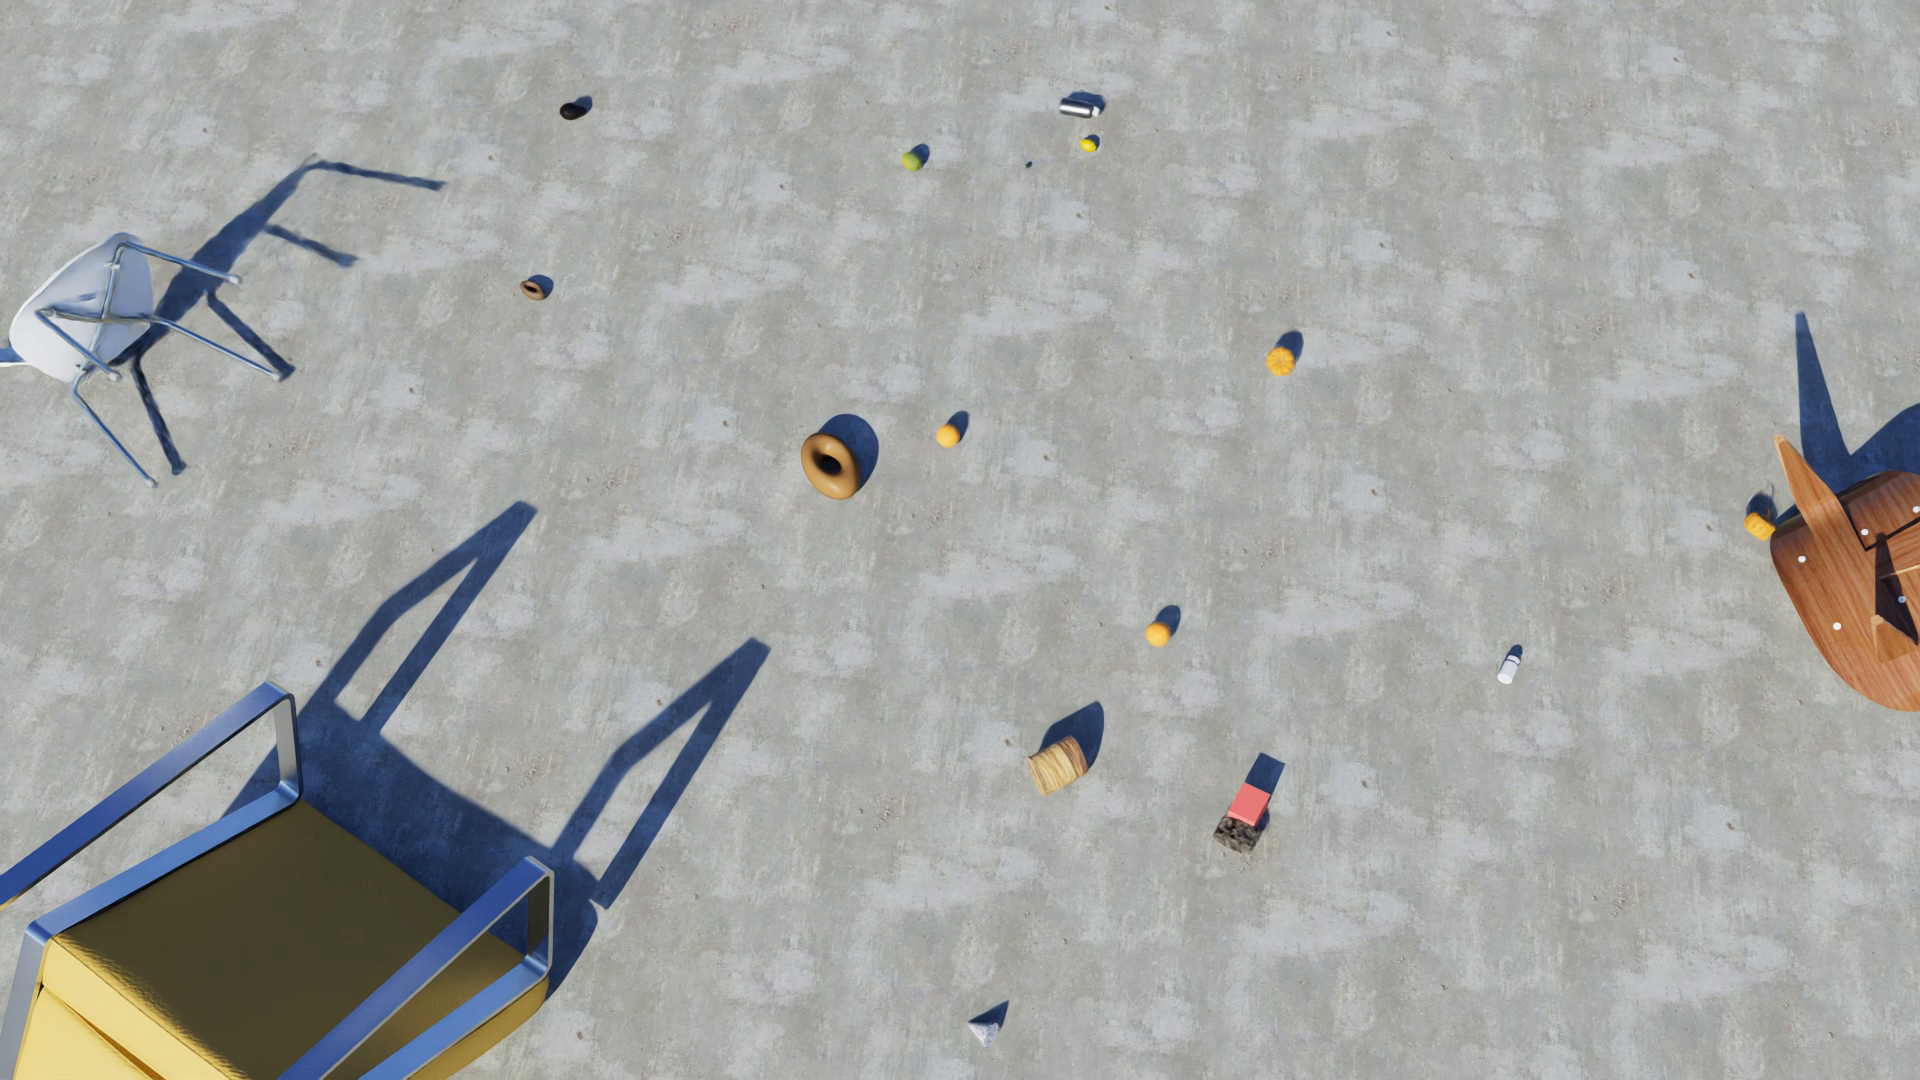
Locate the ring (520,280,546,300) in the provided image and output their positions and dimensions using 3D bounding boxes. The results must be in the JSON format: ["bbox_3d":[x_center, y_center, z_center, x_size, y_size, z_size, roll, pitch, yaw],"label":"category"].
[{"bbox_3d":[-1.378,-0.804,7.092,0.101,0.036,0.053,30,63,20],"label":"ring"}]

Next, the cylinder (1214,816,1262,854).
[{"bbox_3d":[0.756,0.805,5.995,0.116,0.062,0.061,21,58,23],"label":"cylinder"}]

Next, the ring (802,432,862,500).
[{"bbox_3d":[-0.391,-0.225,6.673,0.161,0.088,0.249,-26,59,-14],"label":"ring"}]

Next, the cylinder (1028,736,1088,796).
[{"bbox_3d":[0.270,0.624,6.093,0.137,0.120,0.081,-27,16,-17],"label":"cylinder"}]

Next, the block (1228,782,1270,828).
[{"bbox_3d":[0.789,0.738,6.028,0.078,0.083,0.099,25,60,16],"label":"block"}]
